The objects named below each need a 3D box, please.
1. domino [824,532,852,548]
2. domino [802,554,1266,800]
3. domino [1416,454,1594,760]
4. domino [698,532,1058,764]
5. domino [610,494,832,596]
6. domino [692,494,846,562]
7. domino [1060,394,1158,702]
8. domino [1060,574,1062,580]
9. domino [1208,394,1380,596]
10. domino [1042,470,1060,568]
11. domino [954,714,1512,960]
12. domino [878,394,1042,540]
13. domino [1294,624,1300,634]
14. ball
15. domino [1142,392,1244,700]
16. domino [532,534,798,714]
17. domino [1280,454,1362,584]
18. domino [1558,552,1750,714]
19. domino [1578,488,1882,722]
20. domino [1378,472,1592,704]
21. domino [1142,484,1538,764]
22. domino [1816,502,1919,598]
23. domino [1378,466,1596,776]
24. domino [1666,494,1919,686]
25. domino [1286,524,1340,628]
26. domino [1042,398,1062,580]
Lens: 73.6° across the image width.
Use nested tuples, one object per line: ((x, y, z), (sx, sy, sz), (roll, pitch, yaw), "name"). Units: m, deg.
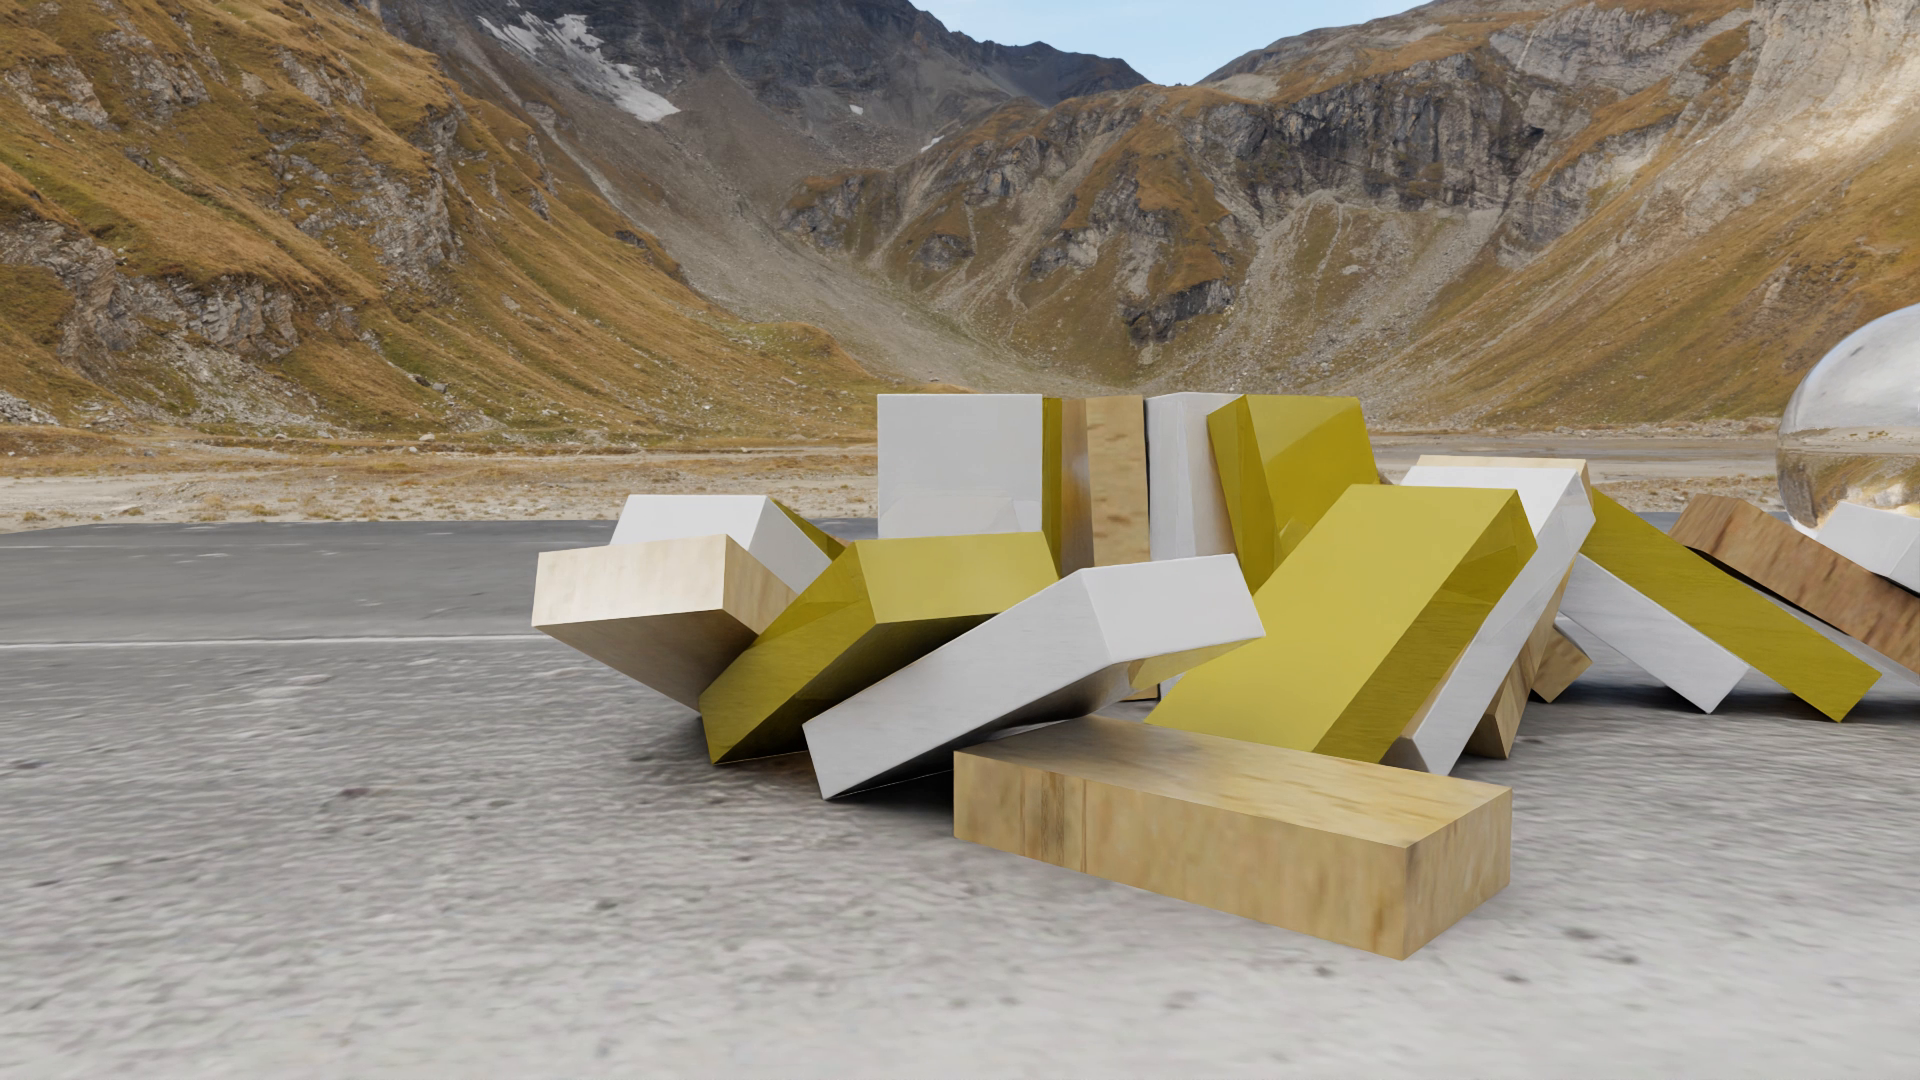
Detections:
((-0.010, 0.009, 0.255), (0.050, 0.010, 0.025), (19, -2, 11), "domino")
((0.007, 0.016, 0.146), (0.025, 0.009, 0.050), (-4, -20, -43), "domino")
((0.075, 0.008, 0.191), (0.025, 0.010, 0.050), (5, 48, 40), "domino")
((-0.012, 0.014, 0.160), (0.025, 0.009, 0.050), (-3, -24, -34), "domino")
((-0.030, 0.010, 0.204), (0.025, 0.009, 0.050), (1, -28, 27), "domino")
((-0.024, 0.009, 0.227), (0.025, 0.009, 0.050), (5, -24, 47), "domino")
((0.025, 0.001, 0.222), (0.009, 0.050, 0.025), (-4, 5, -8), "domino")
((0.011, 0.003, 0.256), (0.050, 0.009, 0.025), (38, 4, 11), "domino")
((0.057, 0.002, 0.205), (0.025, 0.050, 0.010), (-3, -15, -31), "domino")
((0.031, 0.005, 0.248), (0.050, 0.009, 0.025), (39, 15, 13), "domino")
((0.026, 0.028, 0.131), (0.050, 0.009, 0.025), (4, 6, 42), "domino")
((0.000, 0.002, 0.201), (0.025, 0.050, 0.010), (0, 4, 0), "domino")
((0.046, 0.004, 0.243), (0.050, 0.009, 0.025), (44, 16, 11), "domino")
((0.255, -0.022, 0.327), (0.080, 0.080, 0.080), (0, 4, 0), "ball")
((0.044, 0.001, 0.216), (0.025, 0.050, 0.010), (-4, -1, -41), "domino")
((-0.034, 0.013, 0.178), (0.025, 0.009, 0.050), (-6, -21, 13), "domino")
((0.072, 0.004, 0.233), (0.050, 0.009, 0.025), (44, 16, 13), "domino")
((0.105, 0.008, 0.218), (0.050, 0.009, 0.025), (37, 15, 13), "domino")
((0.121, 0.009, 0.212), (0.050, 0.009, 0.025), (37, 15, 14), "domino")
((0.086, 0.006, 0.226), (0.050, 0.010, 0.025), (44, 16, 12), "domino")
((0.049, 0.012, 0.163), (0.050, 0.010, 0.025), (-43, 27, -26), "domino")
((0.162, 0.011, 0.197), (0.050, 0.009, 0.025), (28, 12, 5), "domino")
((0.064, 0.010, 0.176), (0.025, 0.010, 0.050), (5, 46, 51), "domino")
((0.141, 0.010, 0.205), (0.050, 0.010, 0.025), (33, 12, 11), "domino")
((0.060, 0.005, 0.239), (0.050, 0.009, 0.025), (43, 16, 11), "domino")
((0.005, 0.001, 0.218), (0.009, 0.050, 0.025), (-3, 5, -38), "domino")
